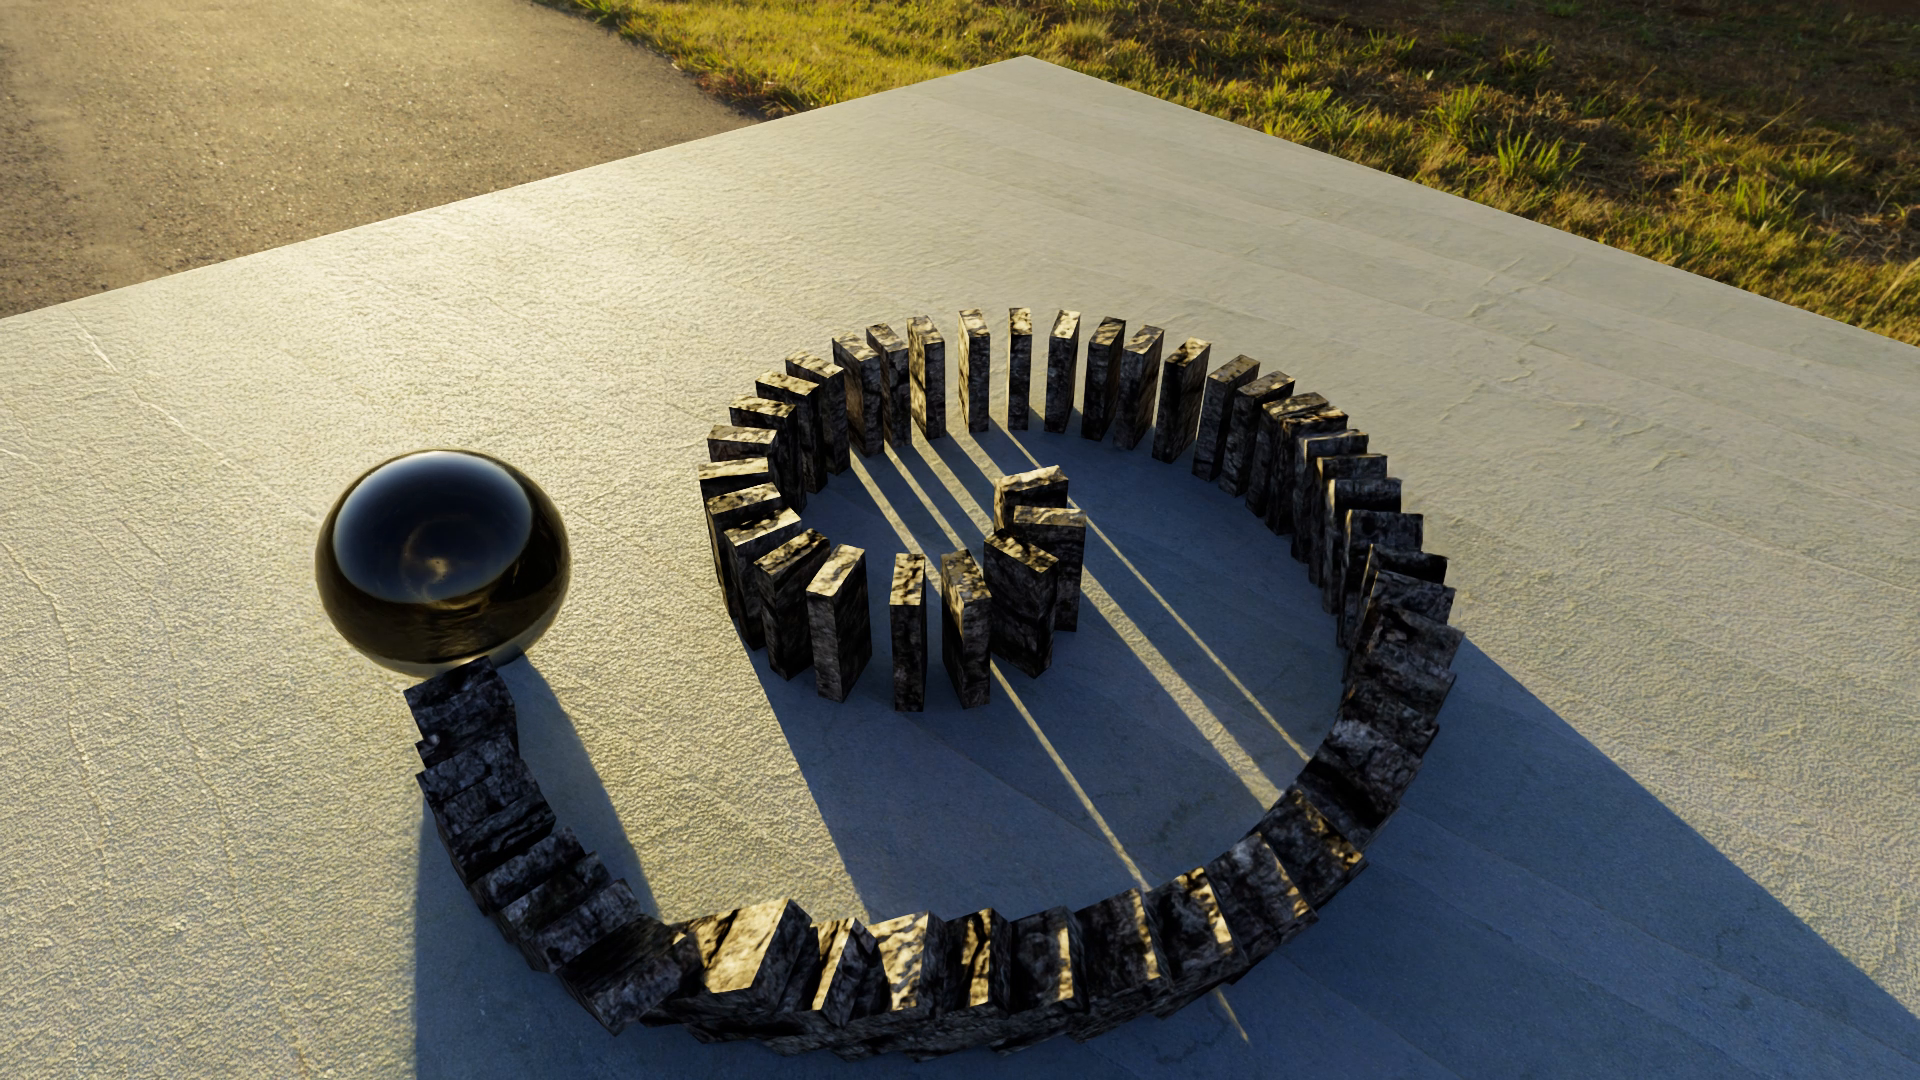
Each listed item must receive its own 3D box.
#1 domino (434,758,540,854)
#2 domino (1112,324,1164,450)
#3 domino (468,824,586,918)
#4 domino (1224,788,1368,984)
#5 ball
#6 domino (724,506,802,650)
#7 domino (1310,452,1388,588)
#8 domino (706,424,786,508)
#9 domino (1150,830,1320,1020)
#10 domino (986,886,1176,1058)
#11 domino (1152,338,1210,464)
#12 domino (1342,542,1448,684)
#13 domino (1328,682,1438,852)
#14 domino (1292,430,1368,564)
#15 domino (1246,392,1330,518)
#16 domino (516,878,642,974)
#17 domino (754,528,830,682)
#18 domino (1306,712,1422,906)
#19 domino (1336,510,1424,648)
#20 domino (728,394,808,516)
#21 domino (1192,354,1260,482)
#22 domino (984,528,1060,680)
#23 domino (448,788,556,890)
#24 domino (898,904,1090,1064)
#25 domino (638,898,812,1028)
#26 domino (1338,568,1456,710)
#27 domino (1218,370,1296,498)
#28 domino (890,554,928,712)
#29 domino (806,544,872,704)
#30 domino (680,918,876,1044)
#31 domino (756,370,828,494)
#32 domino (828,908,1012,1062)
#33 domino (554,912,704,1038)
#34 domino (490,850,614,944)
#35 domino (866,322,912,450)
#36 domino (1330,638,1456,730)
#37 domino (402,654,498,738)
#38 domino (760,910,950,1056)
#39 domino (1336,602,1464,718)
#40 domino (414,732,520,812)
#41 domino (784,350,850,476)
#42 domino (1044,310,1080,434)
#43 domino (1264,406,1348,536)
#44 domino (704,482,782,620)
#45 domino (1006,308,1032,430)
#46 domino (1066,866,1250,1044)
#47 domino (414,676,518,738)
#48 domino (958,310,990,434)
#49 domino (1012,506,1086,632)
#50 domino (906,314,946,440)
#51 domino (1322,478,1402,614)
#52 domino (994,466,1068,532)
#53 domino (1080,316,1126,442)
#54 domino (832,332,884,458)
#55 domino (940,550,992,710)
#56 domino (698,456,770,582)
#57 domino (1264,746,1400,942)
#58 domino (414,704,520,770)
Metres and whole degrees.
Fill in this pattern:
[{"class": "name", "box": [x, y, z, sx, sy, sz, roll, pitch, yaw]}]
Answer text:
[{"class": "domino", "box": [-0.137, 0.079, 0.317, 0.025, 0.050, 0.009, -30, 81, -31]}, {"class": "domino", "box": [0.080, -0.068, 0.495, 0.009, 0.050, 0.025, 19, 43, 22]}, {"class": "domino", "box": [-0.120, 0.092, 0.303, 0.025, 0.050, 0.010, -30, 87, -32]}, {"class": "domino", "box": [0.085, 0.096, 0.305, 0.050, 0.010, 0.025, -42, 50, 2]}, {"class": "ball", "box": [-0.176, 0.008, 0.378, 0.080, 0.080, 0.080, 0, 39, 0]}, {"class": "domino", "box": [-0.068, 0.014, 0.394, 0.025, 0.050, 0.010, -24, 45, -27]}, {"class": "domino", "box": [0.149, -0.007, 0.422, 0.025, 0.050, 0.009, -3, 12, -4]}, {"class": "domino", "box": [-0.084, -0.021, 0.437, 0.025, 0.050, 0.009, 6, 40, 7]}, {"class": "domino", "box": [0.068, 0.104, 0.296, 0.050, 0.010, 0.025, -36, 44, 8]}, {"class": "domino", "box": [0.029, 0.113, 0.287, 0.050, 0.009, 0.025, -28, 37, 15]}, {"class": "domino", "box": [0.098, -0.061, 0.486, 0.009, 0.050, 0.025, 25, 45, 27]}, {"class": "domino", "box": [0.152, 0.028, 0.384, 0.025, 0.009, 0.050, 12, 84, 14]}, {"class": "domino", "box": [0.121, 0.071, 0.336, 0.025, 0.010, 0.050, 31, 82, 32]}, {"class": "domino", "box": [0.145, -0.017, 0.432, 0.025, 0.050, 0.010, -6, 19, -8]}, {"class": "domino", "box": [0.134, -0.035, 0.454, 0.025, 0.050, 0.009, -15, 40, -18]}, {"class": "domino", "box": [-0.102, 0.102, 0.291, 0.025, 0.050, 0.009, -30, 87, -32]}, {"class": "domino", "box": [-0.056, 0.023, 0.383, 0.010, 0.050, 0.025, 31, 48, 32]}, {"class": "domino", "box": [0.111, 0.079, 0.325, 0.025, 0.010, 0.050, 34, 85, 32]}, {"class": "domino", "box": [0.152, 0.015, 0.398, 0.025, 0.050, 0.010, 4, -2, 5]}, {"class": "domino", "box": [-0.079, -0.034, 0.453, 0.025, 0.050, 0.010, 12, 41, 14]}, {"class": "domino", "box": [0.115, -0.052, 0.475, 0.009, 0.050, 0.025, 32, 49, 33]}, {"class": "domino", "box": [0.020, 0.023, 0.384, 0.025, 0.050, 0.009, 30, 48, 32]}, {"class": "domino", "box": [-0.129, 0.085, 0.310, 0.025, 0.050, 0.009, -30, 82, -31]}, {"class": "domino", "box": [0.008, 0.115, 0.285, 0.050, 0.009, 0.025, -24, 36, 18]}, {"class": "domino", "box": [-0.063, 0.110, 0.286, 0.050, 0.009, 0.025, -23, 27, 33]}, {"class": "domino", "box": [0.148, 0.038, 0.373, 0.025, 0.010, 0.050, 16, 85, 18]}, {"class": "domino", "box": [0.125, -0.044, 0.466, 0.025, 0.050, 0.010, -25, 46, -27]}, {"class": "domino", "box": [-0.017, 0.032, 0.373, 0.009, 0.050, 0.025, 2, 39, 2]}, {"class": "domino", "box": [-0.041, 0.029, 0.376, 0.009, 0.050, 0.025, 13, 41, 16]}, {"class": "domino", "box": [-0.047, 0.114, 0.284, 0.050, 0.009, 0.025, -20, 29, 31]}, {"class": "domino", "box": [-0.071, -0.045, 0.467, 0.025, 0.050, 0.010, 18, 43, 21]}, {"class": "domino", "box": [-0.011, 0.114, 0.282, 0.050, 0.010, 0.025, -26, 33, 24]}, {"class": "domino", "box": [-0.087, 0.110, 0.285, 0.025, 0.009, 0.050, -32, 10, -31]}, {"class": "domino", "box": [-0.111, 0.097, 0.297, 0.025, 0.050, 0.009, -30, 87, -32]}, {"class": "domino", "box": [-0.032, -0.069, 0.496, 0.010, 0.050, 0.025, -18, 43, -20]}, {"class": "domino", "box": [0.133, 0.059, 0.348, 0.025, 0.009, 0.050, 27, 84, 29]}, {"class": "domino", "box": [-0.159, 0.053, 0.349, 0.025, 0.050, 0.010, -26, 79, -28]}, {"class": "domino", "box": [-0.027, 0.114, 0.282, 0.050, 0.009, 0.025, -24, 34, 26]}, {"class": "domino", "box": [0.142, 0.049, 0.360, 0.025, 0.010, 0.050, 23, 86, 26]}, {"class": "domino", "box": [-0.144, 0.072, 0.325, 0.025, 0.050, 0.009, -26, 79, -28]}, {"class": "domino", "box": [-0.061, -0.055, 0.478, 0.025, 0.050, 0.010, 26, 46, 29]}, {"class": "domino", "box": [0.047, -0.077, 0.505, 0.009, 0.050, 0.025, 9, 40, 11]}, {"class": "domino", "box": [0.140, -0.027, 0.444, 0.025, 0.050, 0.009, -11, 33, -13]}, {"class": "domino", "box": [-0.077, 0.004, 0.406, 0.025, 0.050, 0.009, -17, 42, -19]}, {"class": "domino", "box": [0.027, -0.079, 0.507, 0.009, 0.050, 0.025, 0, 39, 0]}, {"class": "domino", "box": [0.048, 0.109, 0.290, 0.050, 0.010, 0.025, -31, 39, 12]}, {"class": "domino", "box": [-0.152, 0.059, 0.342, 0.025, 0.050, 0.009, -26, 79, -28]}, {"class": "domino", "box": [0.006, -0.077, 0.506, 0.010, 0.050, 0.025, -7, 40, -8]}, {"class": "domino", "box": [0.031, 0.011, 0.398, 0.025, 0.050, 0.009, 4, 39, 5]}, {"class": "domino", "box": [-0.015, -0.074, 0.501, 0.009, 0.050, 0.025, -13, 41, -15]}, {"class": "domino", "box": [0.150, 0.002, 0.411, 0.025, 0.050, 0.009, -1, 7, -2]}, {"class": "domino", "box": [0.026, -0.003, 0.415, 0.025, 0.050, 0.010, -13, 41, -16]}, {"class": "domino", "box": [0.065, -0.073, 0.501, 0.010, 0.050, 0.025, 15, 42, 18]}, {"class": "domino", "box": [-0.045, -0.064, 0.490, 0.009, 0.050, 0.025, -23, 45, -26]}, {"class": "domino", "box": [0.002, 0.031, 0.374, 0.010, 0.050, 0.025, -11, 41, -13]}, {"class": "domino", "box": [-0.083, -0.007, 0.420, 0.025, 0.050, 0.009, -7, 40, -9]}, {"class": "domino", "box": [0.099, 0.087, 0.315, 0.050, 0.009, 0.025, -49, 56, -2]}, {"class": "domino", "box": [-0.148, 0.066, 0.334, 0.025, 0.050, 0.009, -26, 79, -28]}]
